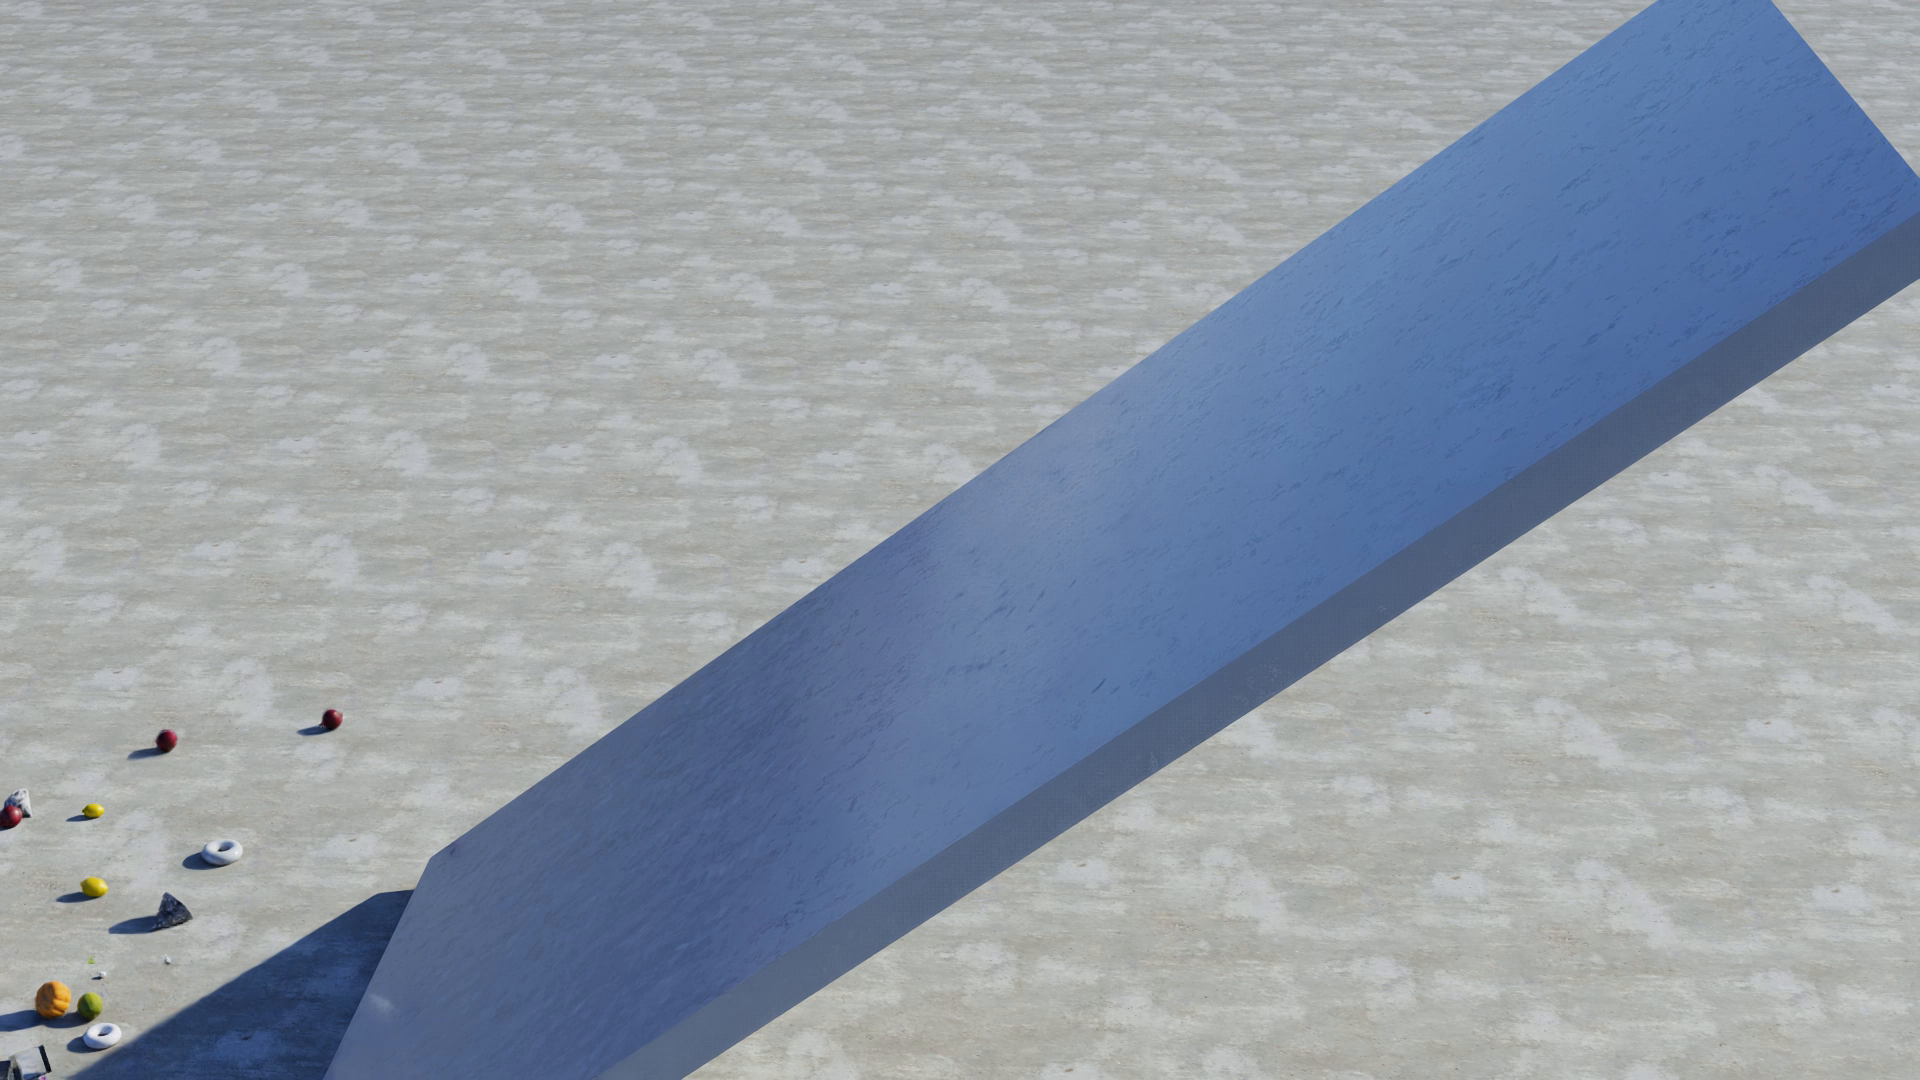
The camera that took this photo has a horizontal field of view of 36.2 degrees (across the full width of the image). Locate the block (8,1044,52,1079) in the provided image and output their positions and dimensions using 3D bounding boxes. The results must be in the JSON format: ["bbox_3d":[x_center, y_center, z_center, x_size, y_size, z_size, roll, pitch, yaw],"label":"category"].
[{"bbox_3d":[-2.202,1.240,6.962,0.067,0.067,0.067,-18,0,-37],"label":"block"}]

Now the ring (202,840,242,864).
[{"bbox_3d":[-1.999,0.845,7.968,0.109,0.036,0.109,1,23,0],"label":"ring"}]

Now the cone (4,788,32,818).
[{"bbox_3d":[-2.609,0.748,8.198,0.077,0.077,0.077,42,40,20],"label":"cone"}]

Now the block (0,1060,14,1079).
[{"bbox_3d":[-2.265,1.275,6.901,0.073,0.073,0.073,-4,23,-9],"label":"block"}]

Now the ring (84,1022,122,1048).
[{"bbox_3d":[-2.079,1.202,7.131,0.089,0.030,0.089,0,24,0],"label":"ring"}]

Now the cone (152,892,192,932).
[{"bbox_3d":[-2.064,0.982,7.634,0.097,0.097,0.097,20,56,38],"label":"cone"}]

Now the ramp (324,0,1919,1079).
[{"bbox_3d":[0.127,0.181,6.327,4.000,0.100,2.000,-35,16,17],"label":"ramp"}]
